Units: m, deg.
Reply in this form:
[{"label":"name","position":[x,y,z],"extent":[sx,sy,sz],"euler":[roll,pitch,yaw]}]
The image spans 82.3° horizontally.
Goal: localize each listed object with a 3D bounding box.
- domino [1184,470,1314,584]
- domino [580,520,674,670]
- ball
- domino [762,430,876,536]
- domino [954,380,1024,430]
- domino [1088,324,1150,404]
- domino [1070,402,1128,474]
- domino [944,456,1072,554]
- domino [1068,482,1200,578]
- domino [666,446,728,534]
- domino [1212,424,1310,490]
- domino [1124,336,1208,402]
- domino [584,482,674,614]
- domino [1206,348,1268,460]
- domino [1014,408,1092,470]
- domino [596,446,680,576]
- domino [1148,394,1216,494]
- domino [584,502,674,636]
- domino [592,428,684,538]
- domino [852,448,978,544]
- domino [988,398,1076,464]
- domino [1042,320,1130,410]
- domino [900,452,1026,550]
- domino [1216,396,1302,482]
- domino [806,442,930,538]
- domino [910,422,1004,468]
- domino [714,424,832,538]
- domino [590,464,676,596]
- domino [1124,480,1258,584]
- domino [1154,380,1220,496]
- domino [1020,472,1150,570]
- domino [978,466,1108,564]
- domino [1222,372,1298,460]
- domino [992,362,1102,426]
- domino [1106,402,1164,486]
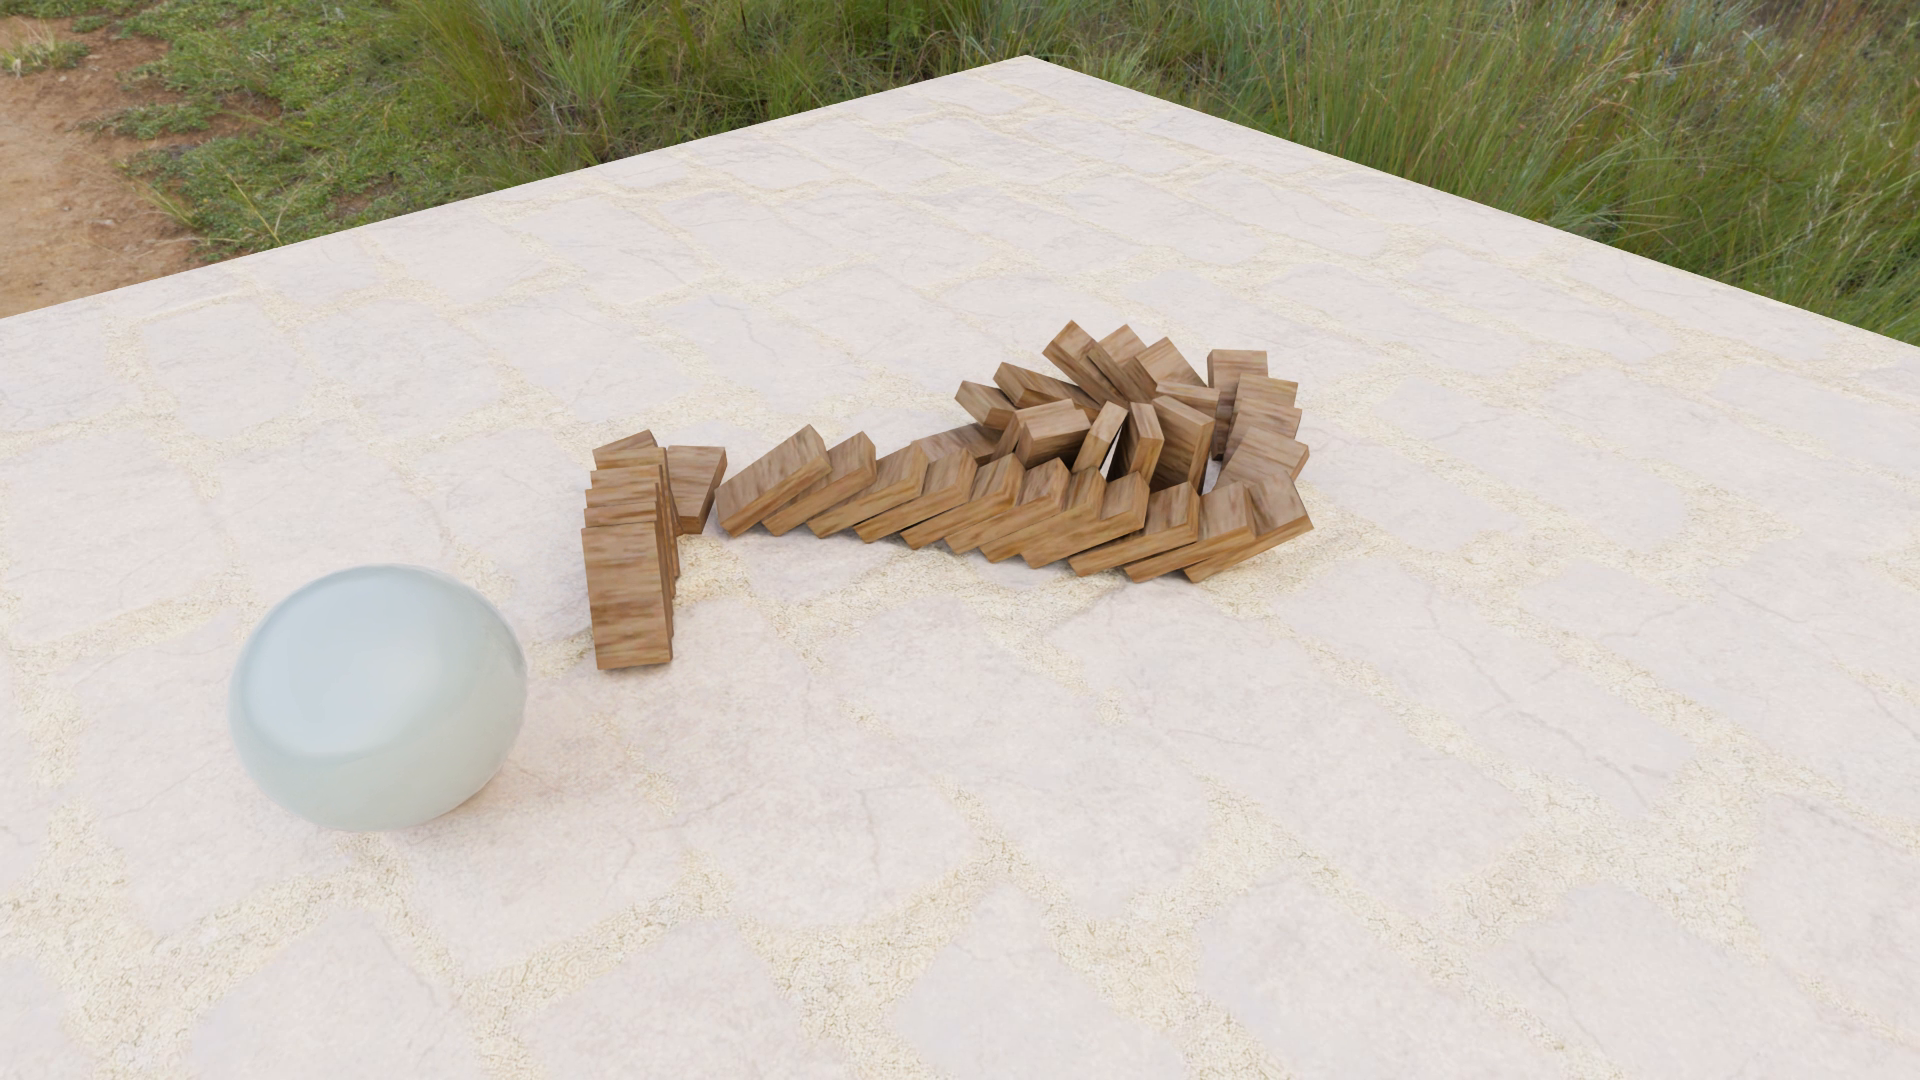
[{"label":"domino","position":[0.109,-0.005,0.428],"extent":[0.050,0.010,0.025],"euler":[-27,42,19]},{"label":"domino","position":[-0.118,0.019,0.391],"extent":[0.025,0.050,0.009],"euler":[-6,4,-7]},{"label":"ball","position":[-0.173,0.047,0.331],"extent":[0.080,0.080,0.080],"euler":[0,39,0]},{"label":"domino","position":[-0.058,-0.023,0.452],"extent":[0.050,0.010,0.025],"euler":[-28,37,16]},{"label":"domino","position":[0.025,-0.058,0.496],"extent":[0.050,0.010,0.025],"euler":[6,30,-39]},{"label":"domino","position":[0.085,-0.076,0.515],"extent":[0.050,0.009,0.025],"euler":[50,51,4]},{"label":"domino","position":[0.052,-0.029,0.447],"extent":[0.010,0.050,0.025],"euler":[27,44,7]},{"label":"domino","position":[0.019,-0.013,0.436],"extent":[0.050,0.010,0.025],"euler":[-23,29,31]},{"label":"domino","position":[0.068,-0.004,0.428],"extent":[0.050,0.010,0.025],"euler":[-19,34,29]},{"label":"domino","position":[-0.118,-0.022,0.471],"extent":[0.025,0.009,0.050],"euler":[2,39,2]},{"label":"domino","position":[0.119,-0.021,0.449],"extent":[0.025,0.010,0.050],"euler":[28,79,30]},{"label":"domino","position":[0.101,-0.067,0.505],"extent":[0.025,0.010,0.050],"euler":[-33,83,-34]},{"label":"domino","position":[-0.123,0.005,0.409],"extent":[0.025,0.050,0.009],"euler":[-6,4,-7]},{"label":"domino","position":[0.126,-0.061,0.495],"extent":[0.025,0.009,0.050],"euler":[1,75,-3]},{"label":"domino","position":[0.035,-0.033,0.452],"extent":[0.025,0.050,0.009],"euler":[-13,64,-16]},{"label":"domino","position":[-0.125,-0.010,0.427],"extent":[0.025,0.050,0.009],"euler":[-6,4,-7]},{"label":"domino","position":[0.086,-0.031,0.448],"extent":[0.010,0.050,0.025],"euler":[-23,44,-37]},{"label":"domino","position":[-0.120,0.012,0.400],"extent":[0.025,0.050,0.009],"euler":[-6,4,-7]},{"label":"domino","position":[-0.132,-0.020,0.449],"extent":[0.025,0.010,0.050],"euler":[-21,60,-6]},{"label":"domino","position":[-0.018,-0.018,0.445],"extent":[0.050,0.009,0.025],"euler":[-22,31,27]},{"label":"domino","position":[0.030,-0.041,0.463],"extent":[0.025,0.050,0.010],"euler":[-14,72,-17]},{"label":"domino","position":[0.064,-0.080,0.520],"extent":[0.050,0.009,0.025],"euler":[41,43,-2]},{"label":"domino","position":[0.001,-0.015,0.441],"extent":[0.050,0.009,0.025],"euler":[-23,29,31]},{"label":"domino","position":[0.125,-0.034,0.464],"extent":[0.025,0.009,0.050],"euler":[16,75,18]},{"label":"domino","position":[-0.038,-0.020,0.448],"extent":[0.050,0.010,0.025],"euler":[-22,33,24]},{"label":"domino","position":[0.006,-0.041,0.493],"extent":[0.050,0.010,0.025],"euler":[-19,43,-22]},{"label":"domino","position":[-0.077,-0.025,0.454],"extent":[0.050,0.010,0.025],"euler":[-34,39,8]},{"label":"domino","position":[-0.124,-0.003,0.418],"extent":[0.025,0.050,0.009],"euler":[-6,4,-7]},{"label":"domino","position":[0.088,-0.003,0.425],"extent":[0.050,0.009,0.025],"euler":[-22,37,26]},{"label":"domino","position":[0.092,-0.041,0.461],"extent":[0.025,0.050,0.009],"euler":[11,39,14]},{"label":"domino","position":[0.049,-0.008,0.431],"extent":[0.050,0.010,0.025],"euler":[-22,29,31]},{"label":"domino","position":[0.033,-0.010,0.434],"extent":[0.050,0.010,0.025],"euler":[-23,29,31]},{"label":"domino","position":[0.130,-0.046,0.479],"extent":[0.025,0.010,0.050],"euler":[12,74,12]},{"label":"domino","position":[0.042,-0.066,0.506],"extent":[0.050,0.010,0.025],"euler":[11,30,-35]},{"label":"domino","position":[0.069,-0.027,0.444],"extent":[0.009,0.050,0.025],"euler":[6,39,-8]}]
